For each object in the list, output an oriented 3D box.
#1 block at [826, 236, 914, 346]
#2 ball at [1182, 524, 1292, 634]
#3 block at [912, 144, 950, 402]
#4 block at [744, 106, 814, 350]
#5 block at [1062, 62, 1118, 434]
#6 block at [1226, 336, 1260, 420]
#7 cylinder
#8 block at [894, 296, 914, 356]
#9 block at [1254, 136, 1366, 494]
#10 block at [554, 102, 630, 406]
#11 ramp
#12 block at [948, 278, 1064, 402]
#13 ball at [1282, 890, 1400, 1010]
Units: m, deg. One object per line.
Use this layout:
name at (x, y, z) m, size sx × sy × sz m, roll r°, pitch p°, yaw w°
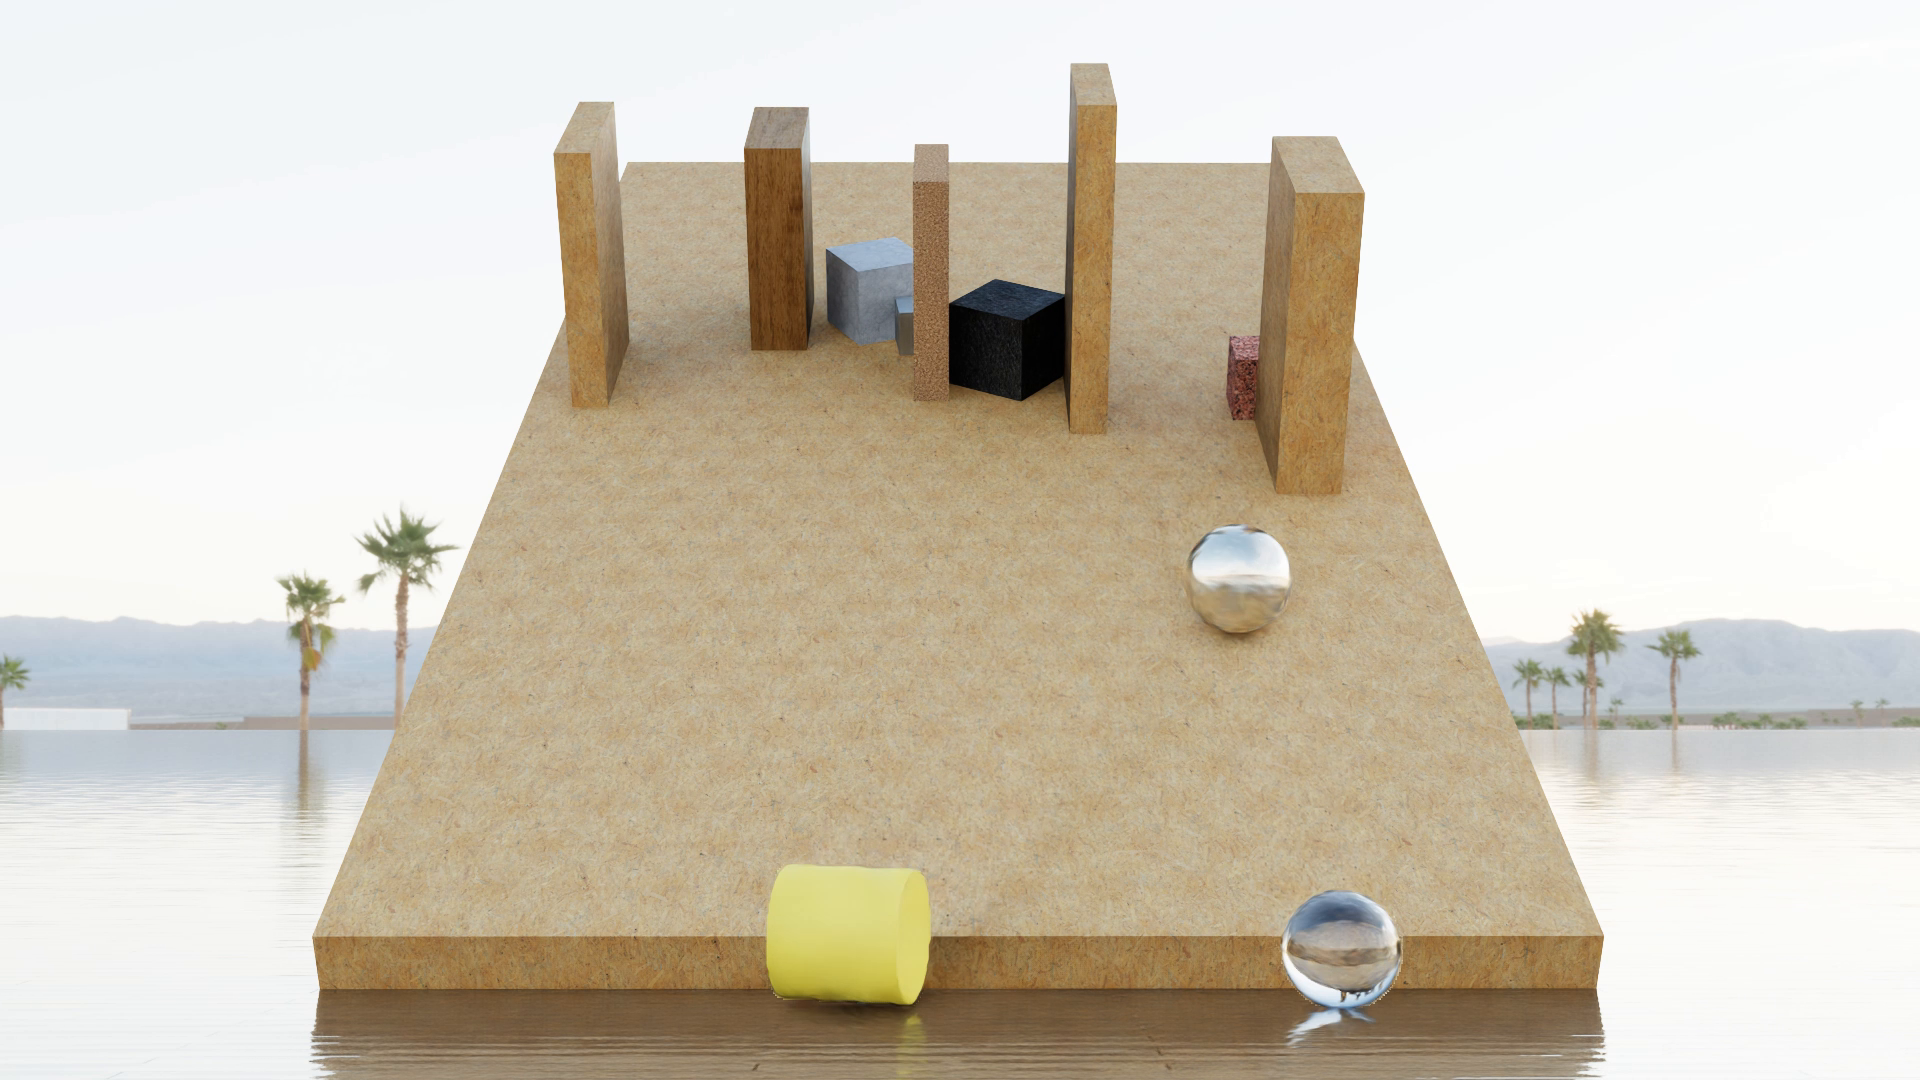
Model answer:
block at (-0.207, -0.628, 5.943) m, size 0.194 × 0.194 × 0.194 m, roll -13°, pitch 29°, yaw -24°
ball at (0.530, 0.074, 4.511) m, size 0.208 × 0.208 × 0.208 m, roll 0°, pitch -4°, yaw 0°
block at (-0.067, -0.631, 5.565) m, size 0.082 × 0.536 × 0.292 m, roll 0°, pitch 26°, yaw 0°
block at (-0.447, -0.779, 5.884) m, size 0.138 × 0.515 × 0.355 m, roll 0°, pitch 26°, yaw 0°
block at (0.293, -0.662, 5.370) m, size 0.085 × 0.766 × 0.344 m, roll 0°, pitch 26°, yaw 0°
block at (0.706, -0.377, 5.490) m, size 0.150 × 0.150 × 0.150 m, roll 0°, pitch 26°, yaw 0°
cylinder at (-0.162, 0.578, 3.464) m, size 0.194 × 0.194 × 0.194 m, roll 0°, pitch -4°, yaw 14°
block at (-0.100, -0.532, 5.841) m, size 0.112 × 0.112 × 0.112 m, roll -3°, pitch 27°, yaw -7°
block at (0.752, -0.491, 5.127) m, size 0.141 × 0.676 × 0.400 m, roll 0°, pitch 26°, yaw 0°
block at (-0.865, -0.678, 5.569) m, size 0.083 × 0.612 × 0.417 m, roll 0°, pitch 26°, yaw 0°
ramp at (-0.010, -0.228, 5.467) m, size 2.000 × 0.100 × 4.000 m, roll 0°, pitch 26°, yaw 0°
block at (0.115, -0.479, 5.633) m, size 0.204 × 0.204 × 0.204 m, roll 16°, pitch 31°, yaw 29°
ball at (0.556, 0.597, 3.443) m, size 0.172 × 0.172 × 0.172 m, roll 0°, pitch -4°, yaw 0°
